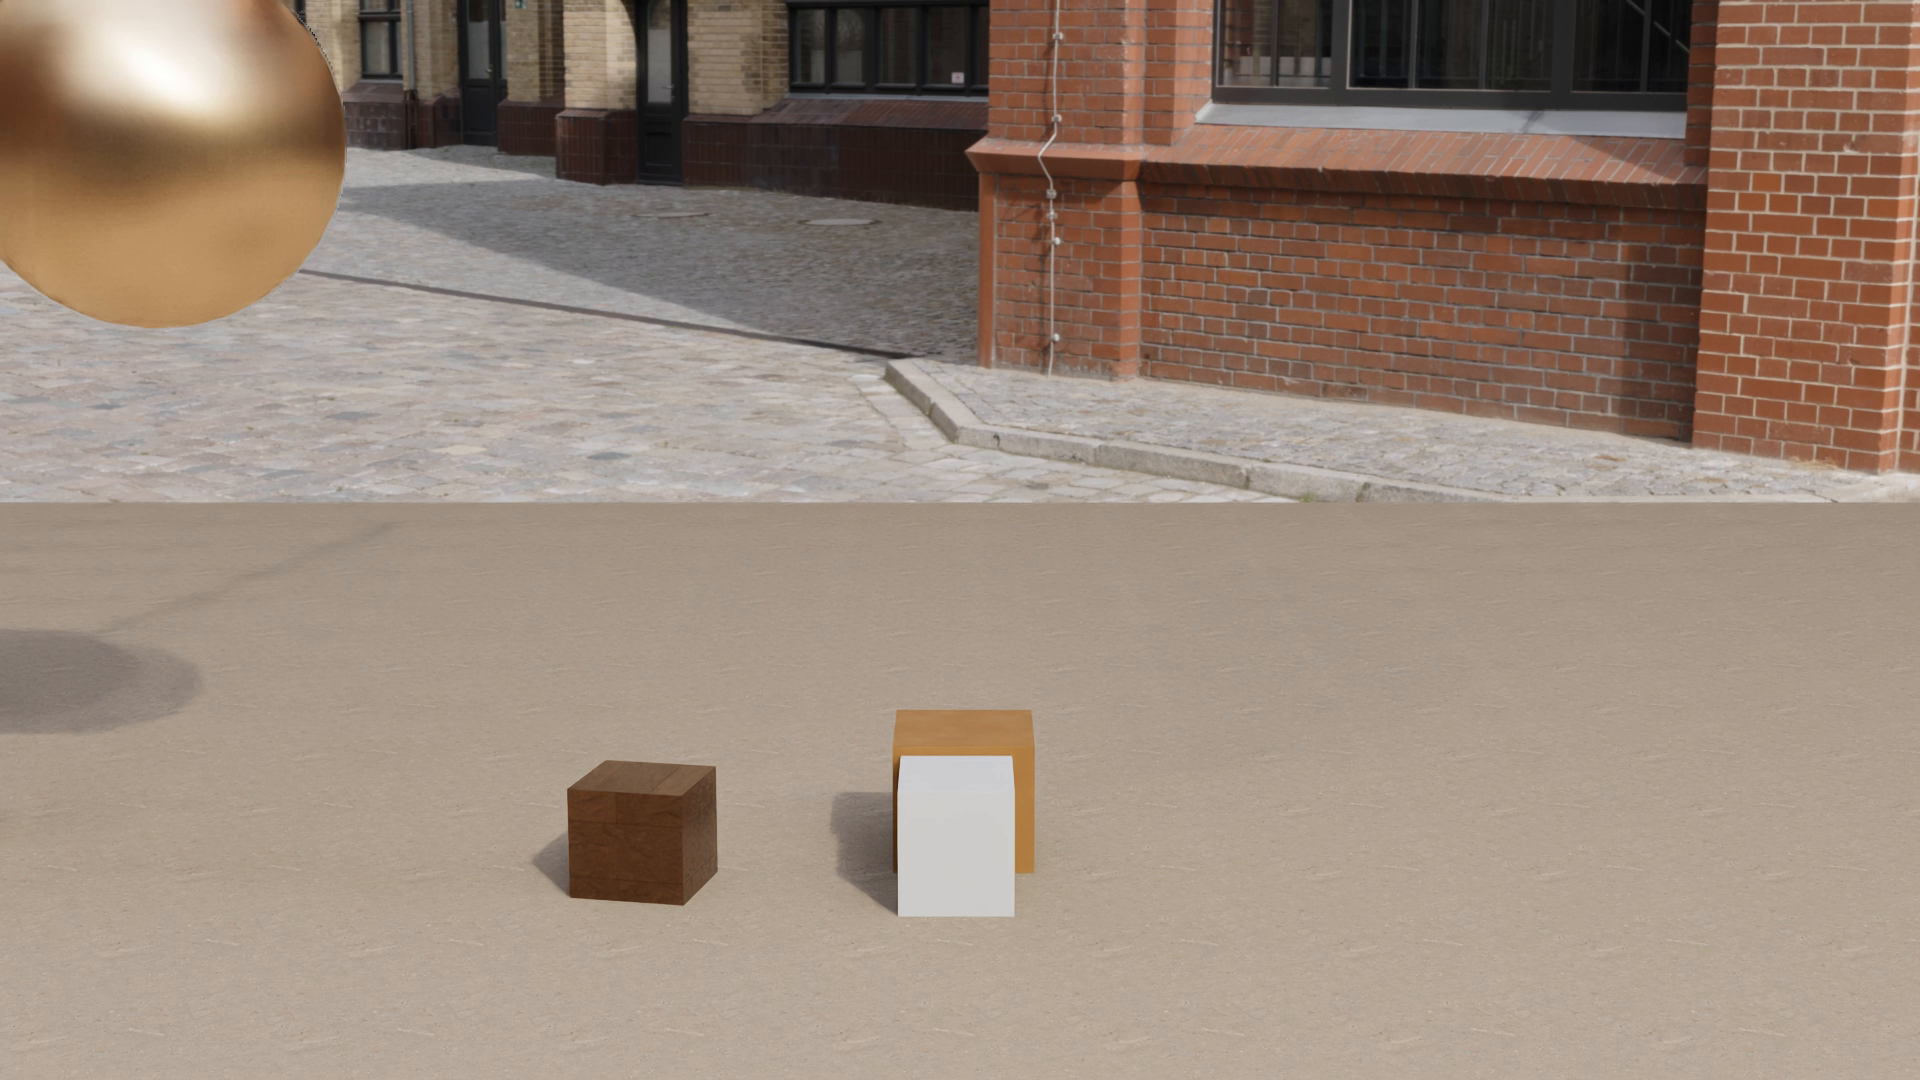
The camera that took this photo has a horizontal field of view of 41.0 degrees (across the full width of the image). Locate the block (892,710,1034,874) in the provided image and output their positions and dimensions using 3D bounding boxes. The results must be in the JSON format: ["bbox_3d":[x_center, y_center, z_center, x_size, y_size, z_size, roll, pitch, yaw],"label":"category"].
[{"bbox_3d":[0.018,1.137,11.687,0.627,0.581,0.667,0,10,0],"label":"block"}]

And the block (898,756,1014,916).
[{"bbox_3d":[-0.016,1.270,11.067,0.491,0.542,0.586,0,10,0],"label":"block"}]

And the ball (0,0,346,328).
[{"bbox_3d":[-3.423,-1.698,10.872,1.600,1.600,1.600,0,10,0],"label":"ball"}]

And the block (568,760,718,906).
[{"bbox_3d":[-1.381,1.272,11.210,0.513,0.485,0.488,2,11,12],"label":"block"}]
